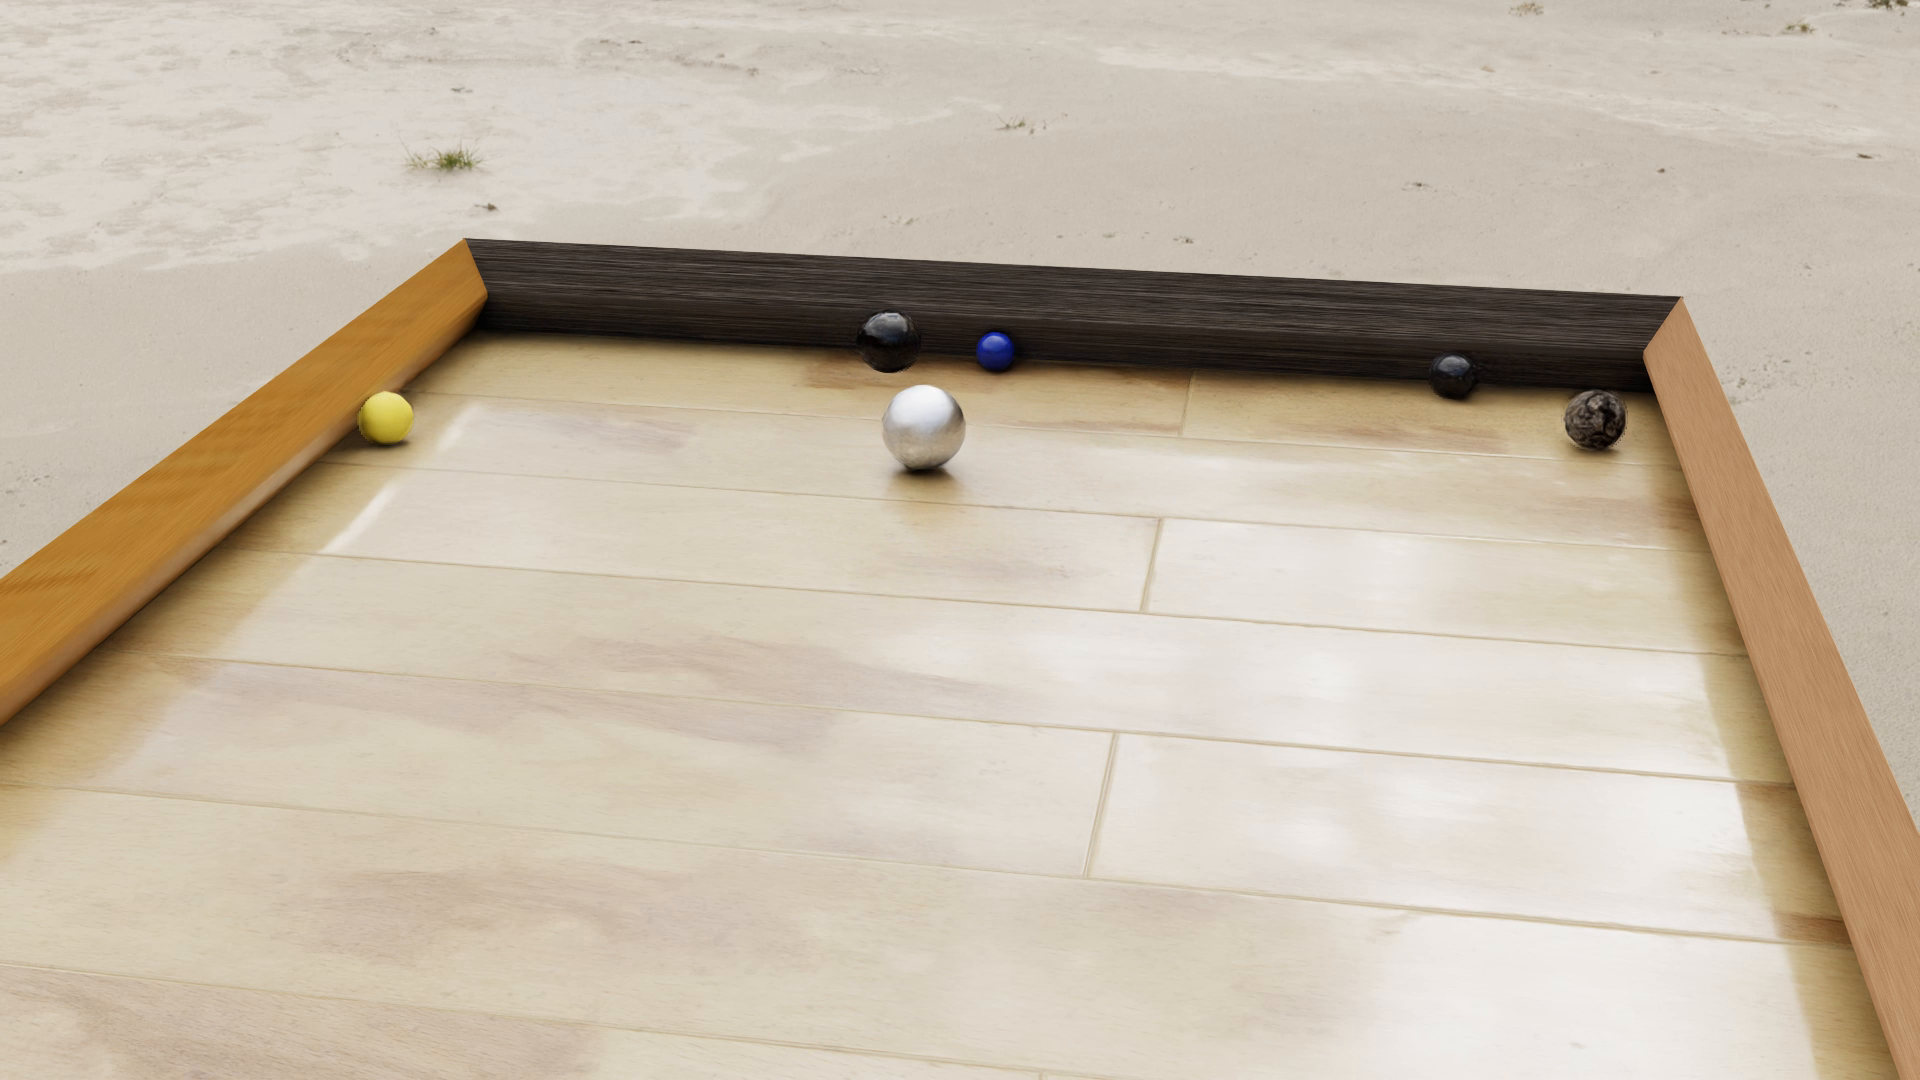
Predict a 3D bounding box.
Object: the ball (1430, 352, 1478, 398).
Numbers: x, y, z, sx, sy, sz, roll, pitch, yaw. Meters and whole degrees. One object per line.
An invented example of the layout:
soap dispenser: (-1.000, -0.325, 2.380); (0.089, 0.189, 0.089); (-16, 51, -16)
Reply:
ball: (0.625, -0.209, 2.784); (0.058, 0.058, 0.058); (0, 24, 0)

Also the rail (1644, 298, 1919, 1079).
rail: (0.654, 0.298, 1.538); (0.045, 0.128, 2.761); (4, 24, 9)

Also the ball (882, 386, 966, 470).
ball: (-0.043, -0.130, 2.555); (0.098, 0.098, 0.098); (0, 24, 0)

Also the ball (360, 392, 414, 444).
ball: (-0.687, -0.146, 2.635); (0.063, 0.063, 0.063); (0, 24, 0)

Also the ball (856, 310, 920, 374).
ball: (-0.093, -0.259, 2.868); (0.083, 0.083, 0.083); (0, 24, 0)

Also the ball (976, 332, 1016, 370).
ball: (0.047, -0.247, 2.882); (0.051, 0.051, 0.051); (0, 24, 0)

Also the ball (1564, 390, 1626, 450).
ball: (0.756, -0.143, 2.619); (0.071, 0.071, 0.071); (0, 24, 0)

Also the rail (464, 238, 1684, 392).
rail: (0.111, -0.291, 2.882); (1.606, 0.128, 0.045); (4, 24, 9)

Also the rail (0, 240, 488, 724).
rail: (-0.883, 0.194, 1.775); (0.045, 0.128, 2.761); (4, 24, 9)
